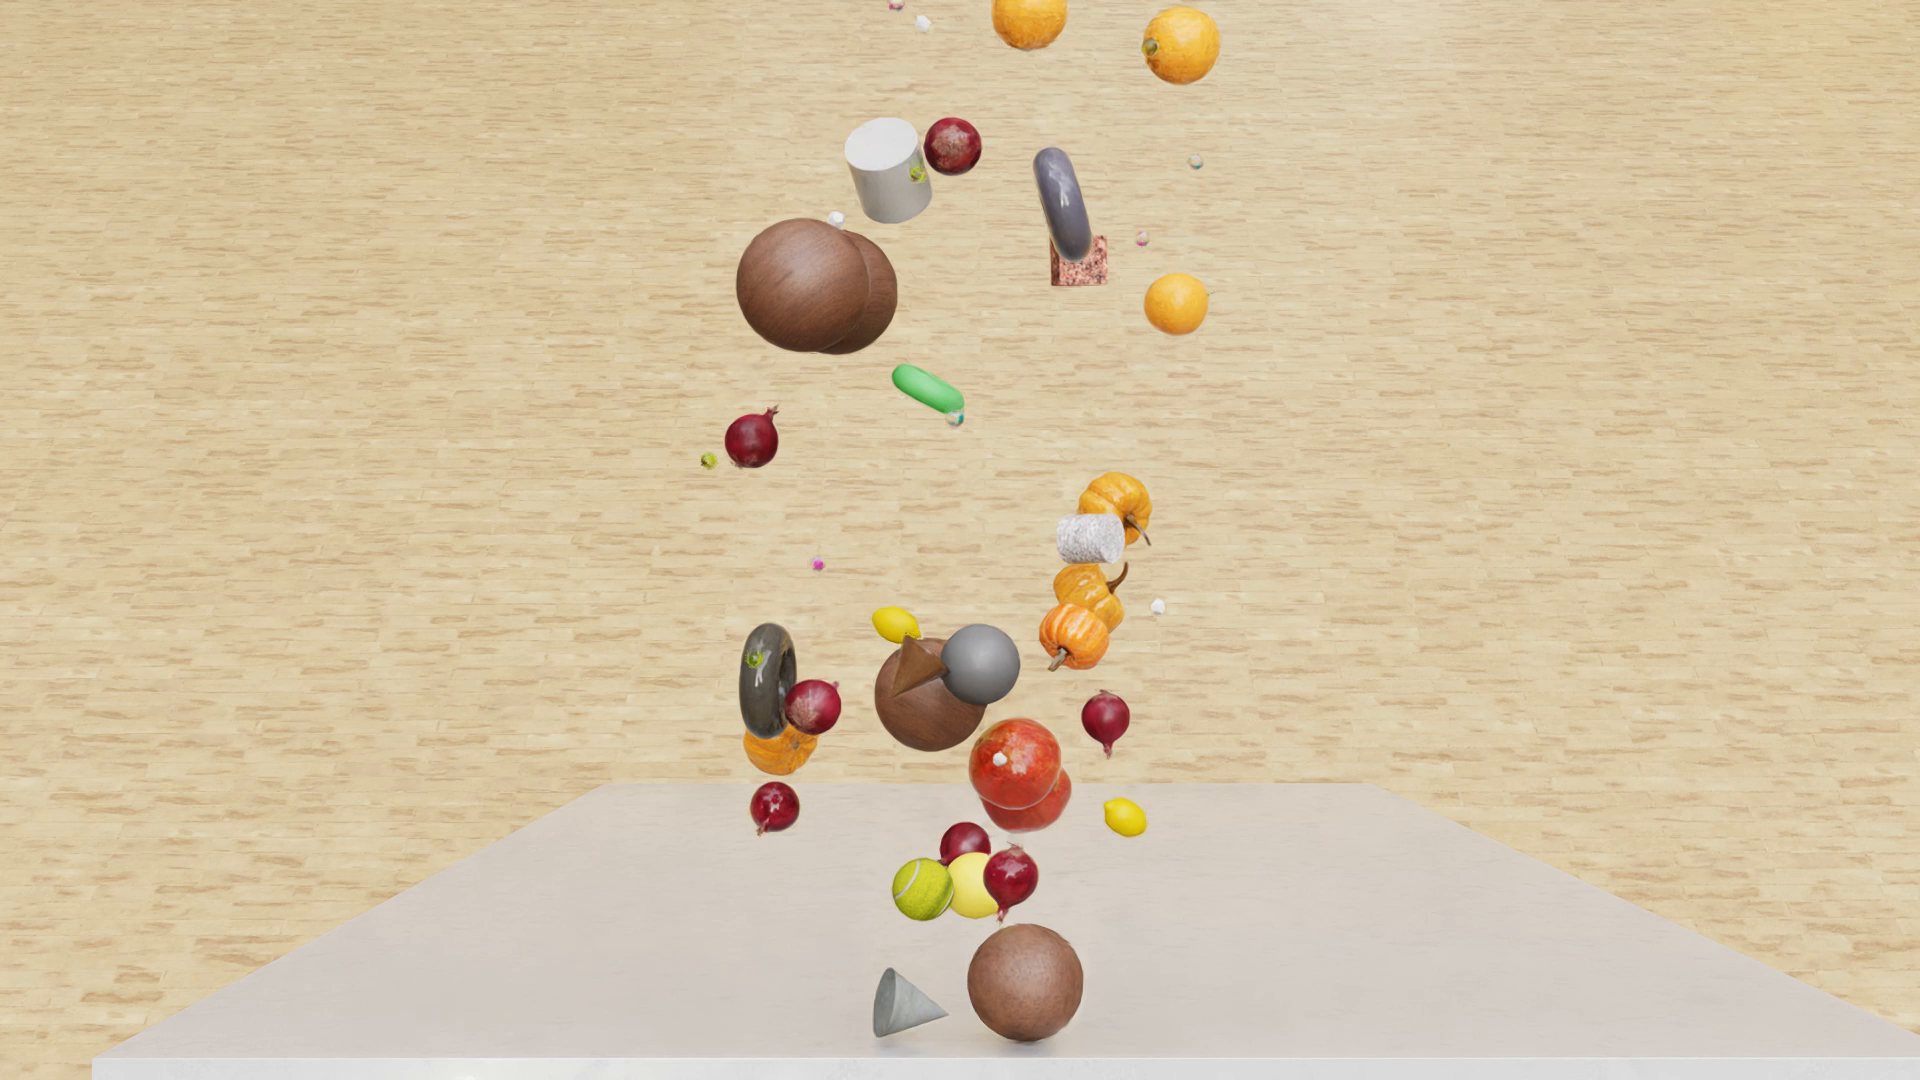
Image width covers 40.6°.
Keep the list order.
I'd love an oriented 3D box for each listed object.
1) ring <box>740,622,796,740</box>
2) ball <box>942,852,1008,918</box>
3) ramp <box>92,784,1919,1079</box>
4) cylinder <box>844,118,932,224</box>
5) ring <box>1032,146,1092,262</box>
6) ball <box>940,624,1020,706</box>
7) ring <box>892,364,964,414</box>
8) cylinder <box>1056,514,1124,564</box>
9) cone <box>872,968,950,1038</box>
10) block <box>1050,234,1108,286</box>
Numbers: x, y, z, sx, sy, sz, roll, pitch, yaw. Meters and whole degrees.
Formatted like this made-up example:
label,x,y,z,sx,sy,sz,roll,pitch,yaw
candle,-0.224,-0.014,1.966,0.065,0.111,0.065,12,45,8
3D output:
label,x,y,z,sx,sy,sz,roll,pitch,yaw
ring,-0.205,0.150,2.769,0.042,0.125,0.125,2,33,10
ball,0.018,0.391,2.934,0.075,0.075,0.075,0,33,0
ramp,0.074,0.643,4.764,2.000,0.100,4.000,0,-1,0
cylinder,-0.073,-0.379,2.665,0.077,0.077,0.077,-7,51,9
ring,0.107,-0.351,2.709,0.041,0.124,0.124,-16,34,3
ball,0.021,0.134,2.789,0.087,0.087,0.087,0,33,0
ring,-0.033,-0.157,2.698,0.082,0.027,0.082,28,7,-4
cylinder,0.143,-0.002,2.835,0.054,0.054,0.054,-2,27,35
cone,-0.048,0.525,2.903,0.079,0.079,0.079,14,30,-16
block,0.132,-0.311,2.883,0.054,0.054,0.054,-2,6,-9
